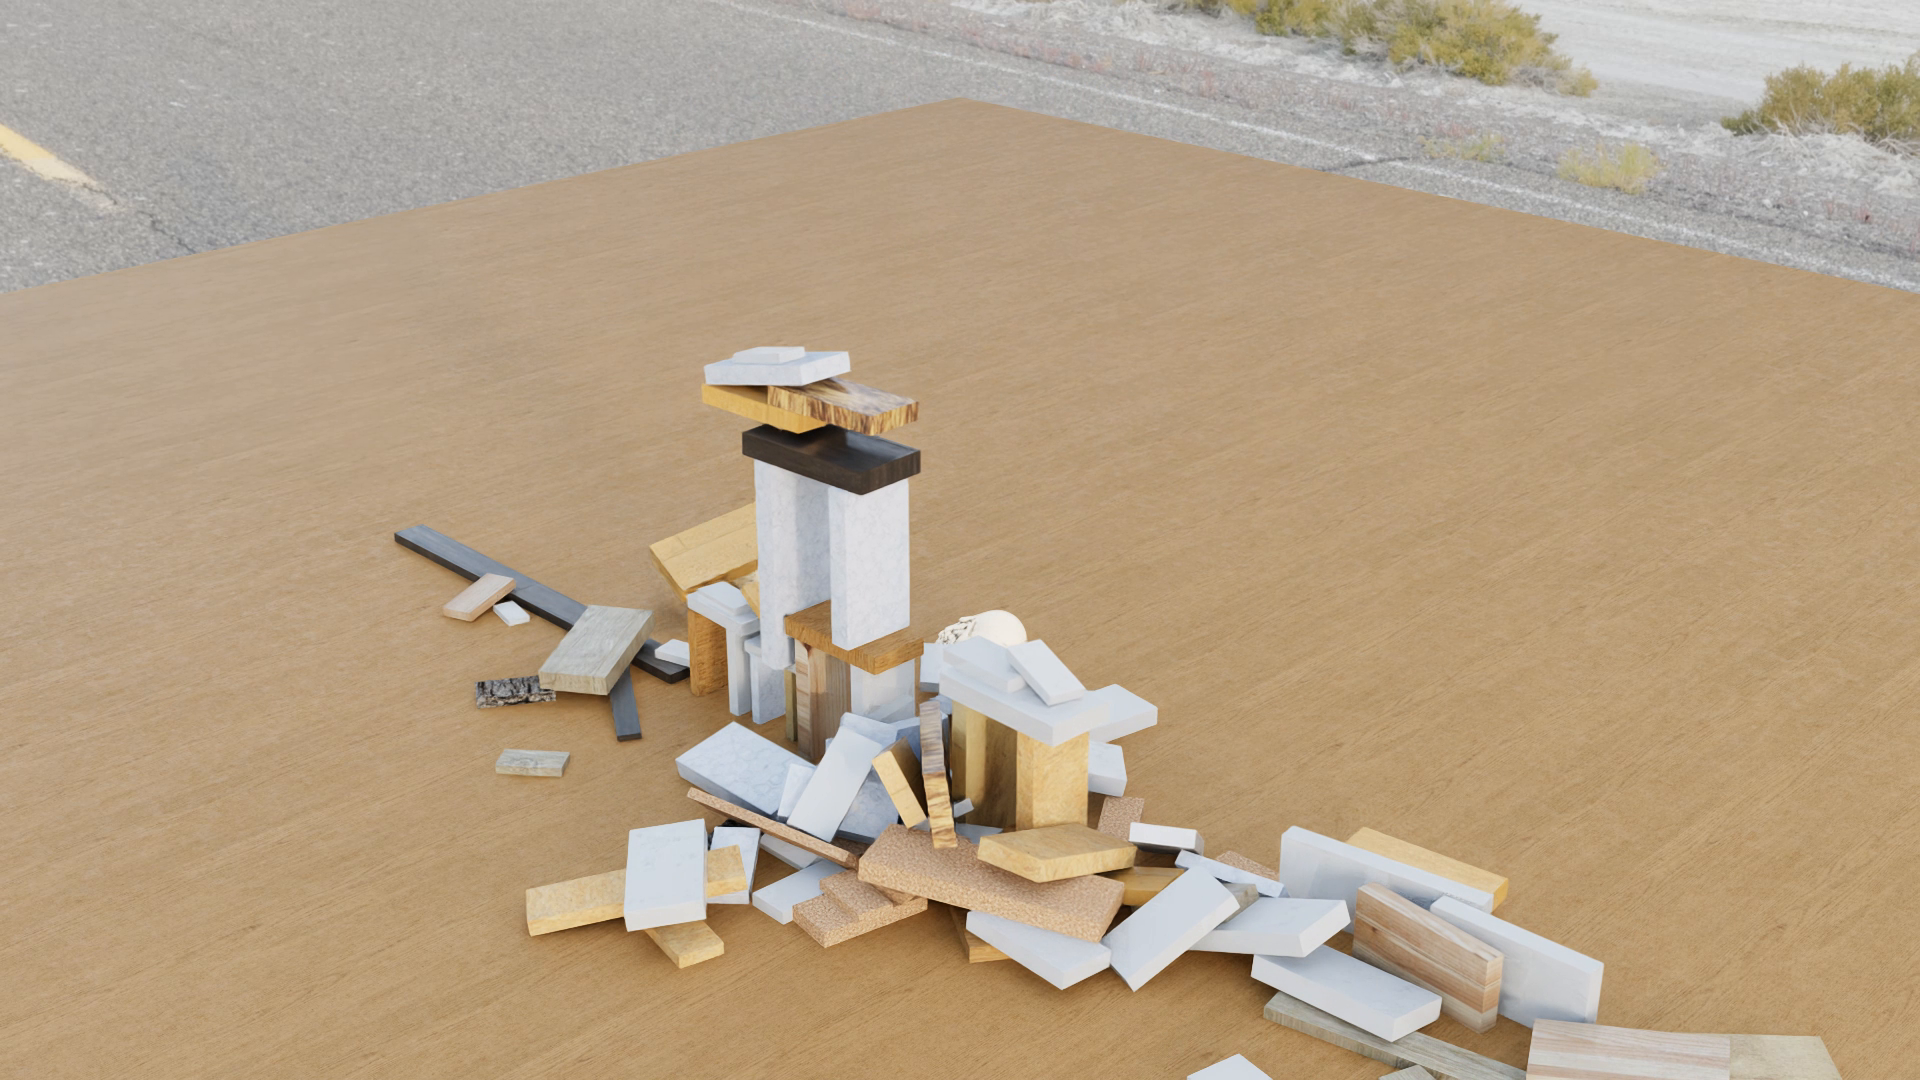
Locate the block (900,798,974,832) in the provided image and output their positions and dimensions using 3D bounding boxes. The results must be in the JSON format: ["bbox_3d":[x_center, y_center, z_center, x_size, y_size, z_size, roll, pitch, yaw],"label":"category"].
[{"bbox_3d":[-0.062,0.546,4.270,0.168,0.024,0.084,-19,-2,-42],"label":"block"}]

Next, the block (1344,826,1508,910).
[{"bbox_3d":[0.865,0.644,4.187,0.307,0.043,0.153,17,29,35],"label":"block"}]

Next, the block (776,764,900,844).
[{"bbox_3d":[-0.234,0.523,4.317,0.230,0.033,0.115,14,56,-2],"label":"block"}]

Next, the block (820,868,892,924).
[{"bbox_3d":[-0.194,0.662,4.091,0.072,0.021,0.145,-14,27,-30],"label":"block"}]

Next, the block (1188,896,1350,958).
[{"bbox_3d":[0.535,0.691,3.948,0.294,0.042,0.147,-7,12,45],"label":"block"}]

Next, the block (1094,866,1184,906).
[{"bbox_3d":[0.303,0.647,4.122,0.214,0.030,0.107,-3,14,31],"label":"block"}]

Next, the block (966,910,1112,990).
[{"bbox_3d":[0.140,0.717,3.948,0.121,0.034,0.243,-16,30,-41],"label":"block"}]

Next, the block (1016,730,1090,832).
[{"bbox_3d":[0.178,0.483,4.229,0.153,0.307,0.043,-21,31,-40],"label":"block"}]

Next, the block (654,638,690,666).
[{"bbox_3d":[-0.624,0.264,5.052,0.138,0.020,0.069,13,26,28],"label":"block"}]

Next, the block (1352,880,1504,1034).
[{"bbox_3d":[0.816,0.729,3.854,0.042,0.147,0.294,-17,28,-34],"label":"block"}]

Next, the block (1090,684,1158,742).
[{"bbox_3d":[0.273,0.394,4.779,0.286,0.041,0.143,-16,28,-33],"label":"block"}]

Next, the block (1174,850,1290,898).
[{"bbox_3d":[0.514,0.647,4.102,0.214,0.107,0.030,15,62,32],"label":"block"}]

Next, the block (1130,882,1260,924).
[{"bbox_3d":[0.432,0.667,4.050,0.214,0.030,0.107,-7,12,43],"label":"block"}]

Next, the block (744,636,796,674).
[{"bbox_3d":[-0.376,0.240,4.735,0.167,0.024,0.084,20,30,39],"label":"block"}]

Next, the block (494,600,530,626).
[{"bbox_3d":[-1.086,0.178,5.323,0.053,0.015,0.105,-14,27,-29],"label":"block"}]

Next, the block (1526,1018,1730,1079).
[{"bbox_3d":[1.088,0.859,3.580,0.310,0.044,0.155,2,24,19],"label":"block"}]

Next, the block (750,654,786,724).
[{"bbox_3d":[-0.416,0.312,4.810,0.084,0.167,0.024,-21,31,-41],"label":"block"}]

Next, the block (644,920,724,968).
[{"bbox_3d":[-0.513,0.720,4.032,0.089,0.025,0.177,-14,27,-30],"label":"block"}]

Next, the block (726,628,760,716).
[{"bbox_3d":[-0.462,0.277,4.848,0.029,0.204,0.102,21,31,41],"label":"block"}]

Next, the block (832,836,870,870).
[{"bbox_3d":[-0.247,0.597,4.325,0.081,0.023,0.161,-17,29,-35],"label":"block"}]

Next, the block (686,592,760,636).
[{"bbox_3d":[-0.501,0.152,4.842,0.102,0.029,0.204,-19,29,-37],"label":"block"}]

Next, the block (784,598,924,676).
[{"bbox_3d":[-0.219,0.197,4.543,0.274,0.039,0.137,21,31,40],"label":"block"}]

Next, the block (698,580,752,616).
[{"bbox_3d":[-0.509,0.129,4.835,0.069,0.020,0.138,-18,29,-37],"label":"block"}]

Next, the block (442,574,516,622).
[{"bbox_3d":[-1.172,0.139,5.366,0.086,0.024,0.172,10,33,28],"label":"block"}]

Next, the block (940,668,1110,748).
[{"bbox_3d":[0.121,0.300,4.212,0.153,0.043,0.307,-20,30,-39],"label":"block"}]

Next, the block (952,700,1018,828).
[{"bbox_3d":[0.059,0.434,4.346,0.153,0.307,0.043,-17,28,-34],"label":"block"}]

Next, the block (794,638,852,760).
[{"bbox_3d":[-0.282,0.316,4.665,0.137,0.274,0.039,-21,31,-41],"label":"block"}]

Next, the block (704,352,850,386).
[{"bbox_3d":[-0.377,-0.353,4.526,0.283,0.040,0.141,4,17,41],"label":"block"}]

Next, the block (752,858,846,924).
[{"bbox_3d":[-0.292,0.664,4.163,0.185,0.026,0.092,-20,30,-39],"label":"block"}]

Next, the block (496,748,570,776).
[{"bbox_3d":[-0.899,0.469,4.630,0.141,0.020,0.071,2,23,6],"label":"block"}]

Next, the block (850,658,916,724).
[{"bbox_3d":[-0.158,0.365,4.548,0.137,0.274,0.039,-19,29,-37],"label":"block"}]

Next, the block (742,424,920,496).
[{"bbox_3d":[-0.262,-0.177,4.442,0.340,0.048,0.170,19,30,38],"label":"block"}]

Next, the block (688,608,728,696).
[{"bbox_3d":[-0.559,0.239,4.936,0.102,0.204,0.029,-21,31,-41],"label":"block"}]

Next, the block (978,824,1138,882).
[{"bbox_3d":[0.183,0.580,4.093,0.146,0.041,0.292,16,9,39],"label":"block"}]

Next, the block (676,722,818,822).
[{"bbox_3d":[-0.424,0.483,4.520,0.158,0.045,0.317,-33,37,-32],"label":"block"}]

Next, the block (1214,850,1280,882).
[{"bbox_3d":[0.553,0.646,4.208,0.079,0.022,0.158,-21,31,-40],"label":"block"}]

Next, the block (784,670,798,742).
[{"bbox_3d":[-0.337,0.343,4.737,0.024,0.167,0.084,21,31,40],"label":"block"}]

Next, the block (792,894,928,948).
[{"bbox_3d":[-0.186,0.686,4.104,0.226,0.032,0.113,-15,27,-32],"label":"block"}]

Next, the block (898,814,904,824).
[{"bbox_3d":[-0.077,0.556,4.422,0.161,0.023,0.081,-9,25,-20],"label":"block"}]

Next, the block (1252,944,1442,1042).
[{"bbox_3d":[0.671,0.778,3.829,0.294,0.042,0.147,19,19,41],"label":"block"}]

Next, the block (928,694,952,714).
[{"bbox_3d":[-0.005,0.358,4.797,0.095,0.027,0.189,5,2,12],"label":"block"}]
